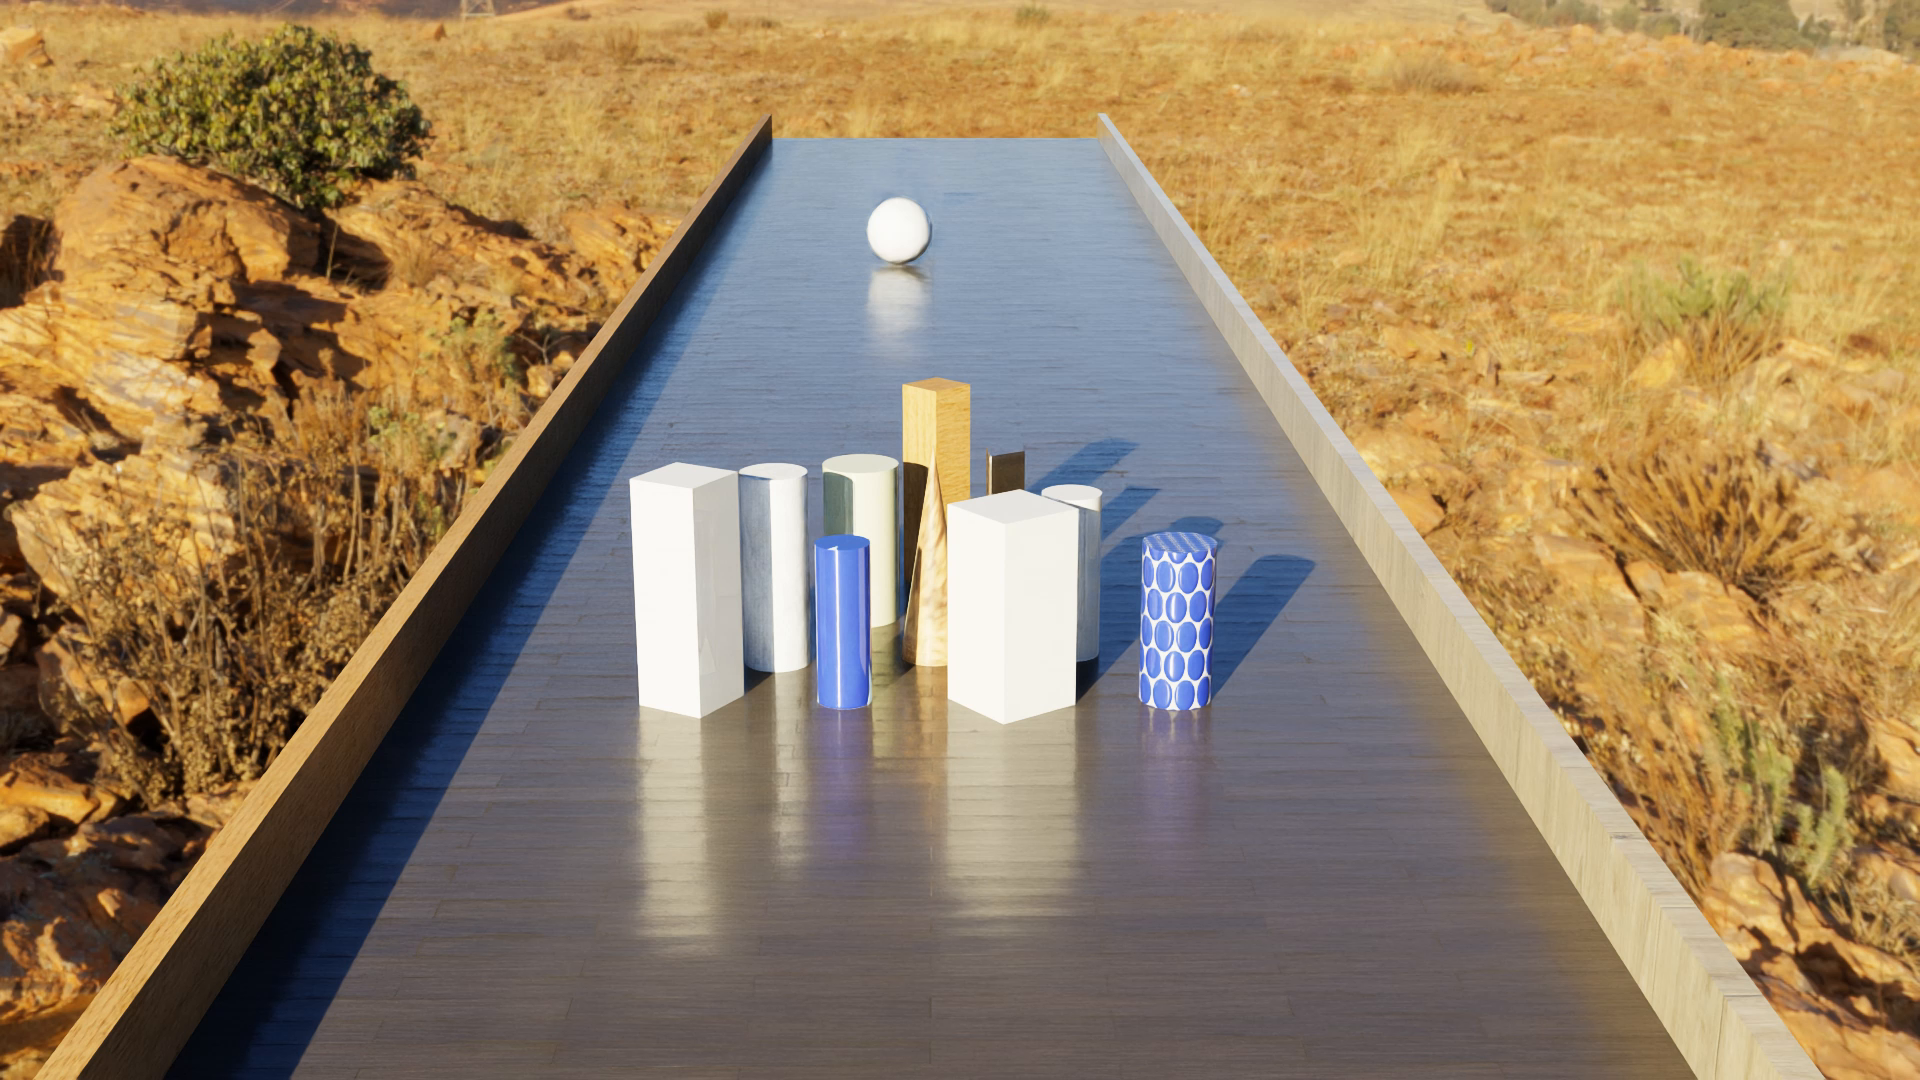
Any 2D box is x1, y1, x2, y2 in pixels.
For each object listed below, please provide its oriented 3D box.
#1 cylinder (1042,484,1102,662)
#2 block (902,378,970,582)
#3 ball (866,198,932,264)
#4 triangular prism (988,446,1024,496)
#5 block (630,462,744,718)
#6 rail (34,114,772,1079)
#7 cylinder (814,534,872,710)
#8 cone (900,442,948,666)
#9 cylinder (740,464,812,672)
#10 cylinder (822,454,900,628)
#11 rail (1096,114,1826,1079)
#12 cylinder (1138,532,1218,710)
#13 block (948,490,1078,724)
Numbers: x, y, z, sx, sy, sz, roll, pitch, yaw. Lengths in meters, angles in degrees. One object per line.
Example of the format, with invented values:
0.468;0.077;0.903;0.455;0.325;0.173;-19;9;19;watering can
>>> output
0.222;0.067;4.413;0.120;0.336;0.120;0;17;0;cylinder
-0.051;-0.125;4.861;0.104;0.448;0.104;16;23;43;block
-0.247;-1.268;9.020;0.268;0.268;0.268;0;17;0;ball
0.079;-0.020;4.670;0.087;0.355;0.076;-11;20;-32;triangular prism
-0.511;0.093;4.136;0.142;0.444;0.142;9;19;28;block
-1.118;-0.838;7.780;0.050;0.150;12.000;0;17;-1;rail
-0.220;0.155;4.156;0.104;0.314;0.104;0;17;0;cylinder
-0.053;0.019;4.384;0.135;0.444;0.135;0;17;0;cone
-0.365;0.054;4.356;0.133;0.392;0.133;0;17;0;cylinder
-0.208;0.001;4.636;0.159;0.335;0.159;0;17;0;cylinder
0.932;-0.844;7.801;0.050;0.150;12.000;0;17;-1;rail
0.412;0.153;4.170;0.140;0.310;0.140;0;17;0;cylinder
0.098;0.122;4.138;0.173;0.386;0.173;-12;20;-35;block
